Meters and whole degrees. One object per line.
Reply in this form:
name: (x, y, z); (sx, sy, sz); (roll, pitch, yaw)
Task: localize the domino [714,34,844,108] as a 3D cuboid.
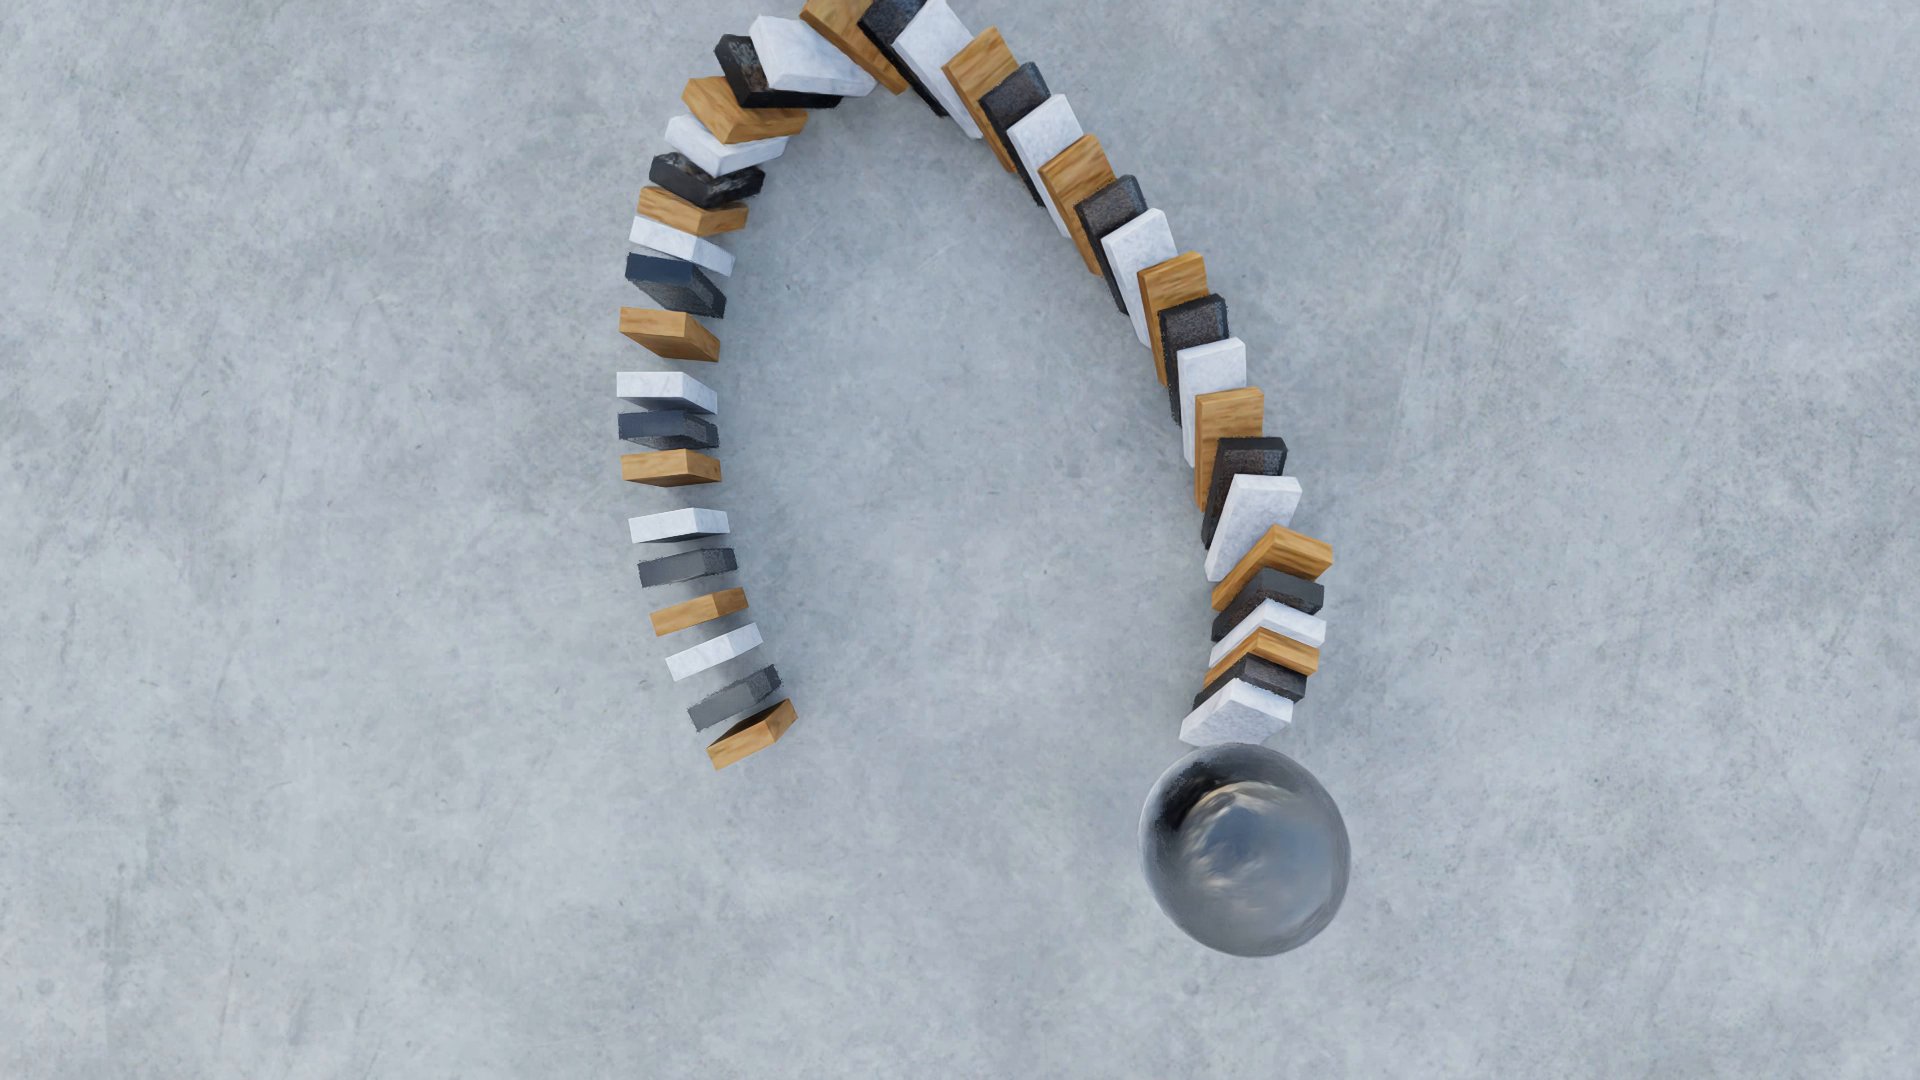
domino: (-0.074, -0.193, 0.379); (0.050, 0.009, 0.025); (-26, 90, -43)

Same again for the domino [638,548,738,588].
domino: (-0.110, 0.011, 0.375); (0.025, 0.050, 0.010); (-13, 90, 0)

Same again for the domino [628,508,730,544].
domino: (-0.114, -0.006, 0.375); (0.025, 0.050, 0.009); (-10, 90, 0)

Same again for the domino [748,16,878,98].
domino: (-0.060, -0.200, 0.379); (0.050, 0.009, 0.025); (-21, 89, -43)

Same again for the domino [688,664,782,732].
domino: (-0.091, 0.064, 0.375); (0.025, 0.050, 0.009); (-25, 90, 0)

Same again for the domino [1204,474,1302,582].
domino: (0.120, -0.004, 0.380); (0.025, 0.009, 0.050); (3, 130, -3)

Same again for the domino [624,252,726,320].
domino: (-0.115, -0.103, 0.375); (0.025, 0.050, 0.010); (9, 90, 0)

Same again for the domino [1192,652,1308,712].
domino: (0.118, 0.064, 0.376); (0.025, 0.050, 0.010); (22, 58, 0)

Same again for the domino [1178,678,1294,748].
domino: (0.112, 0.074, 0.376); (0.025, 0.050, 0.010); (22, 58, 0)

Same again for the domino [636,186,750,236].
domino: (-0.108, -0.136, 0.375); (0.025, 0.050, 0.010); (23, 114, 0)

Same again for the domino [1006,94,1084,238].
domino: (0.043, -0.155, 0.383); (0.025, 0.010, 0.050); (-37, 120, -1)

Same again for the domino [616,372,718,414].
domino: (-0.119, -0.059, 0.375); (0.025, 0.050, 0.010); (0, 90, 0)

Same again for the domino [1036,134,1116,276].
domino: (0.056, -0.139, 0.383); (0.025, 0.009, 0.050); (-37, 120, -1)

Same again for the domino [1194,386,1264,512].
domino: (0.112, -0.037, 0.383); (0.025, 0.009, 0.050); (-9, 121, 0)

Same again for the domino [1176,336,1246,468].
domino: (0.106, -0.057, 0.383); (0.025, 0.009, 0.050); (-13, 122, 0)

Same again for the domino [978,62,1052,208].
domino: (0.032, -0.169, 0.384); (0.025, 0.009, 0.050); (-38, 119, 0)

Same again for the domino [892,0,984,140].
domino: (-0.002, -0.196, 0.382); (0.050, 0.009, 0.025); (40, 89, -30)

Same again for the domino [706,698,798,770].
domino: (-0.084, 0.079, 0.375); (0.025, 0.050, 0.009); (-26, 90, 0)

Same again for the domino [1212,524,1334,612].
domino: (0.127, 0.016, 0.377); (0.025, 0.050, 0.010); (20, 51, -5)

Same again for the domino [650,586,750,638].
domino: (-0.105, 0.029, 0.375); (0.025, 0.050, 0.010); (-18, 90, 0)

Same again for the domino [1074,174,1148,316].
domino: (0.070, -0.123, 0.384); (0.025, 0.009, 0.050); (-32, 119, 0)

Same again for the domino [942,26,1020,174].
domino: (0.017, -0.183, 0.384); (0.025, 0.010, 0.050); (-41, 120, 0)

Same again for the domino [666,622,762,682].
domino: (-0.099, 0.045, 0.375); (0.025, 0.050, 0.010); (-22, 90, 0)

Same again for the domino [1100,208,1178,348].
domino: (0.080, -0.108, 0.382); (0.025, 0.009, 0.050); (-31, 123, 0)

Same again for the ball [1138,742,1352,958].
ball: (0.110, 0.120, 0.360); (0.080, 0.080, 0.080); (0, 90, 0)

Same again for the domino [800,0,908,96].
domino: (-0.039, -0.214, 0.382); (0.050, 0.010, 0.025); (27, 86, -31)

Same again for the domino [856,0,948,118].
domino: (-0.016, -0.206, 0.383); (0.050, 0.009, 0.025); (39, 90, -30)

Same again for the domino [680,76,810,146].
domino: (-0.087, -0.178, 0.378); (0.025, 0.050, 0.010); (47, 130, 0)

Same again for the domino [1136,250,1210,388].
domino: (0.092, -0.091, 0.383); (0.025, 0.009, 0.050); (-21, 122, -1)

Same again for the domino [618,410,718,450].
domino: (-0.118, -0.044, 0.375); (0.025, 0.050, 0.010); (-3, 90, 0)

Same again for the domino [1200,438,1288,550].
domino: (0.117, -0.019, 0.381); (0.025, 0.010, 0.050); (-1, 128, 0)

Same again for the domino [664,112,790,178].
domino: (-0.095, -0.166, 0.378); (0.025, 0.050, 0.009); (37, 129, 0)

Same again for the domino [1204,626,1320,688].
domino: (0.122, 0.054, 0.376); (0.025, 0.050, 0.010); (22, 58, 0)

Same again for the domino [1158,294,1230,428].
domino: (0.099, -0.074, 0.383); (0.025, 0.009, 0.050); (-17, 122, 0)

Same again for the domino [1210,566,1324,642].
domino: (0.125, 0.031, 0.376); (0.025, 0.050, 0.009); (18, 58, 0)

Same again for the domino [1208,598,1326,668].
domino: (0.125, 0.043, 0.376); (0.025, 0.050, 0.009); (22, 58, 0)

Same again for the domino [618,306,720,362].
domino: (-0.118, -0.083, 0.375); (0.025, 0.050, 0.009); (5, 90, 0)

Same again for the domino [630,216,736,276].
domino: (-0.112, -0.119, 0.375); (0.025, 0.050, 0.009); (19, 100, 0)

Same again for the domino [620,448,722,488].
domino: (-0.117, -0.029, 0.375); (0.025, 0.050, 0.009); (-6, 90, 0)

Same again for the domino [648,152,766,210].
domino: (-0.103, -0.149, 0.376); (0.025, 0.050, 0.009); (28, 121, 0)
